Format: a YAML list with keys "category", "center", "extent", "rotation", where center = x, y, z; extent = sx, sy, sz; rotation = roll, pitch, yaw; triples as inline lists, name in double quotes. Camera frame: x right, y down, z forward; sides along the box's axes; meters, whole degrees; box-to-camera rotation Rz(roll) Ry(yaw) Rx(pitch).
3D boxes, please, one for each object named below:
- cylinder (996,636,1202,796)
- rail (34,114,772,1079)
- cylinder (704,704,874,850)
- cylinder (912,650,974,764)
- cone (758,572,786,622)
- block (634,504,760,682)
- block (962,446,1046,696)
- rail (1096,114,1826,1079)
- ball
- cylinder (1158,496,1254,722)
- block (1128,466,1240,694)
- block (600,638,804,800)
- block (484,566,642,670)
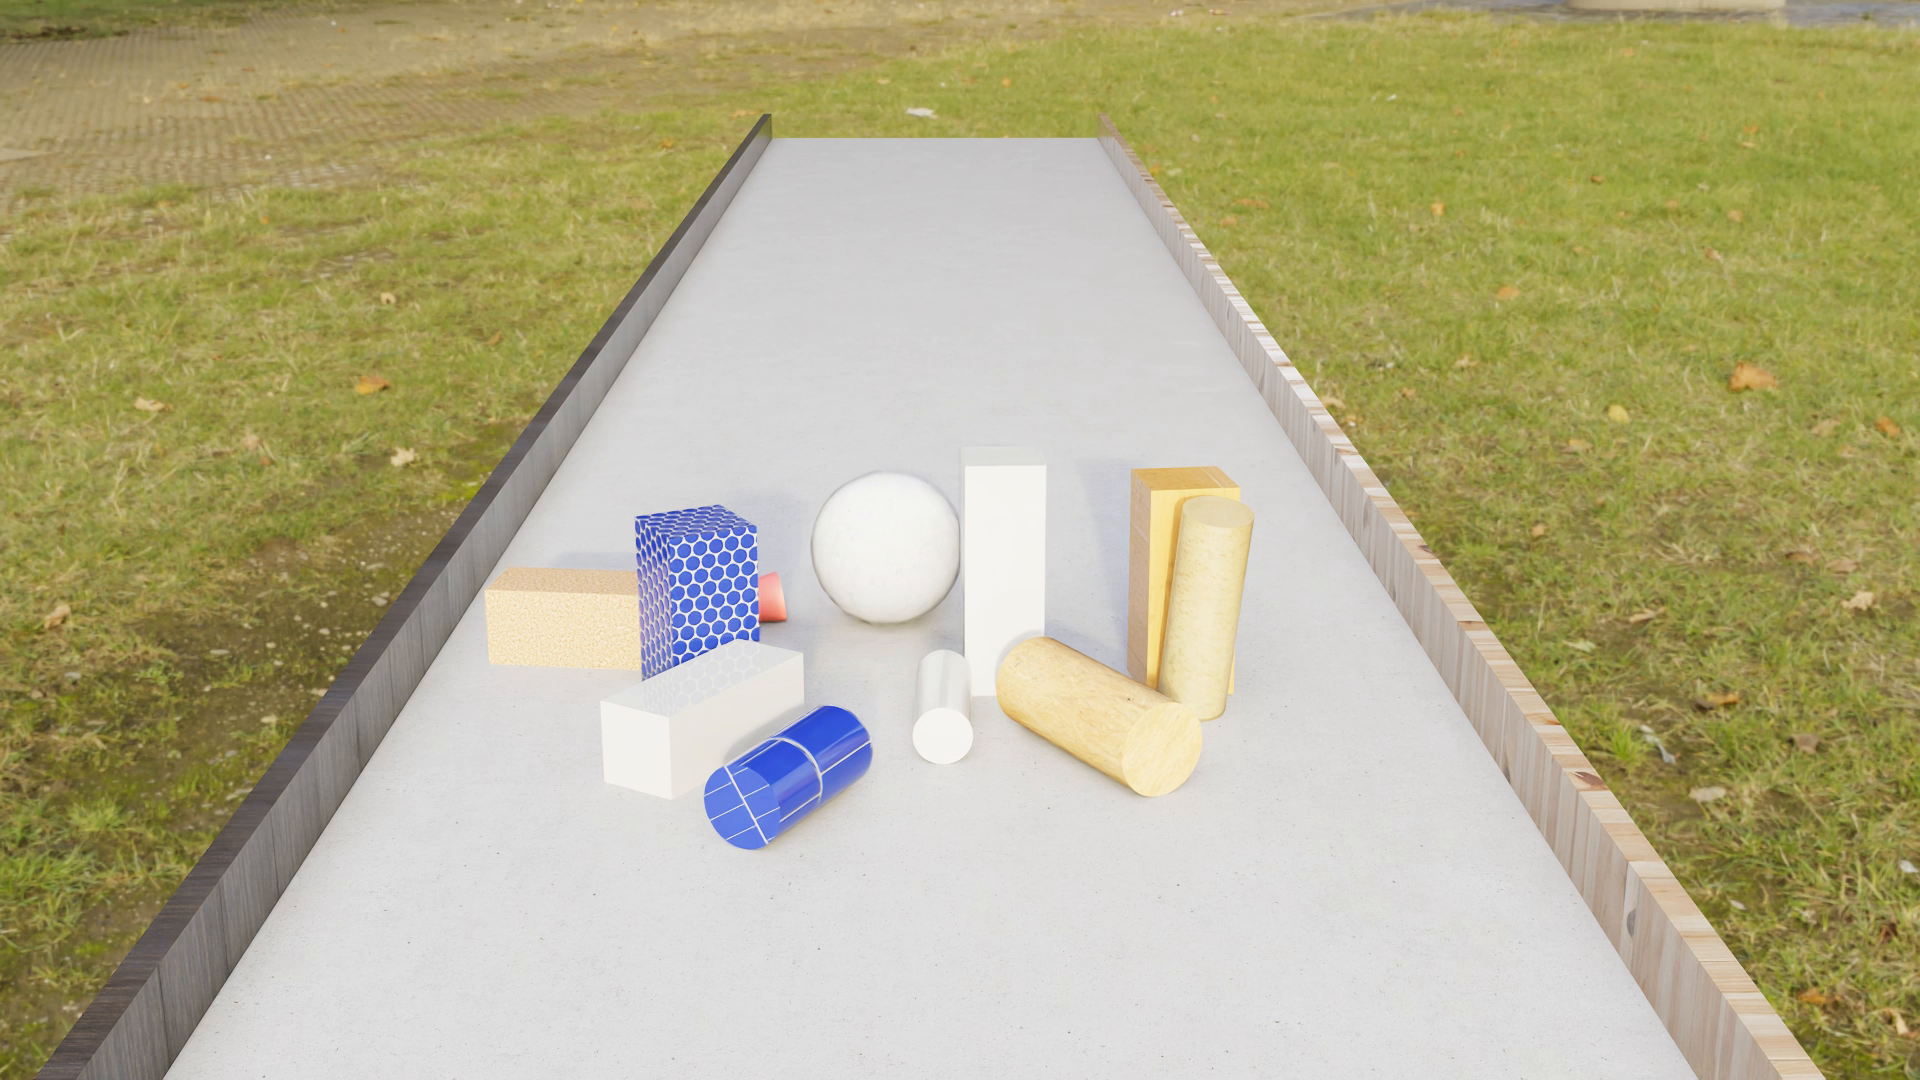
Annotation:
- category: "cylinder"
  center: [0.241, 0.307, 3.898]
  extent: [0.168, 0.168, 0.399]
  rotation: [-10, 19, -30]
- category: "rail"
  center: [-1.118, -0.838, 7.780]
  extent: [0.050, 0.150, 12.000]
  rotation: [0, 17, -1]
- category: "cylinder"
  center: [-0.281, 0.390, 3.659]
  extent: [0.145, 0.145, 0.305]
  rotation: [8, 18, 26]
- category: "cylinder"
  center: [-0.030, 0.302, 4.024]
  extent: [0.107, 0.107, 0.306]
  rotation: [0, 17, 0]
- category: "cone"
  center: [-0.564, 0.156, 4.611]
  extent: [0.385, 0.106, 0.106]
  rotation: [-11, 18, -10]
- category: "block"
  center: [-0.492, 0.138, 4.133]
  extent: [0.172, 0.360, 0.172]
  rotation: [-9, 19, -28]
- category: "block"
  center: [0.081, 0.059, 4.228]
  extent: [0.151, 0.456, 0.151]
  rotation: [-1, 17, -3]
- category: "rail"
  center: [0.932, -0.844, 7.801]
  extent: [0.050, 0.150, 12.000]
  rotation: [0, 17, -1]
- category: "ball"
  center: [-0.152, 0.016, 4.608]
  extent: [0.322, 0.322, 0.322]
  rotation: [0, 17, 0]
- category: "cylinder"
  center: [0.451, 0.129, 4.054]
  extent: [0.130, 0.404, 0.130]
  rotation: [4, 27, -2]
- category: "block"
  center: [0.428, 0.079, 4.237]
  extent: [0.170, 0.410, 0.170]
  rotation: [-2, 16, -8]
- category: "block"
  center: [-0.452, 0.313, 3.912]
  extent: [0.150, 0.150, 0.384]
  rotation: [10, 19, 31]
- category: "block"
  center: [-0.709, 0.159, 4.420]
  extent: [0.447, 0.156, 0.156]
  rotation: [2, 17, 6]
